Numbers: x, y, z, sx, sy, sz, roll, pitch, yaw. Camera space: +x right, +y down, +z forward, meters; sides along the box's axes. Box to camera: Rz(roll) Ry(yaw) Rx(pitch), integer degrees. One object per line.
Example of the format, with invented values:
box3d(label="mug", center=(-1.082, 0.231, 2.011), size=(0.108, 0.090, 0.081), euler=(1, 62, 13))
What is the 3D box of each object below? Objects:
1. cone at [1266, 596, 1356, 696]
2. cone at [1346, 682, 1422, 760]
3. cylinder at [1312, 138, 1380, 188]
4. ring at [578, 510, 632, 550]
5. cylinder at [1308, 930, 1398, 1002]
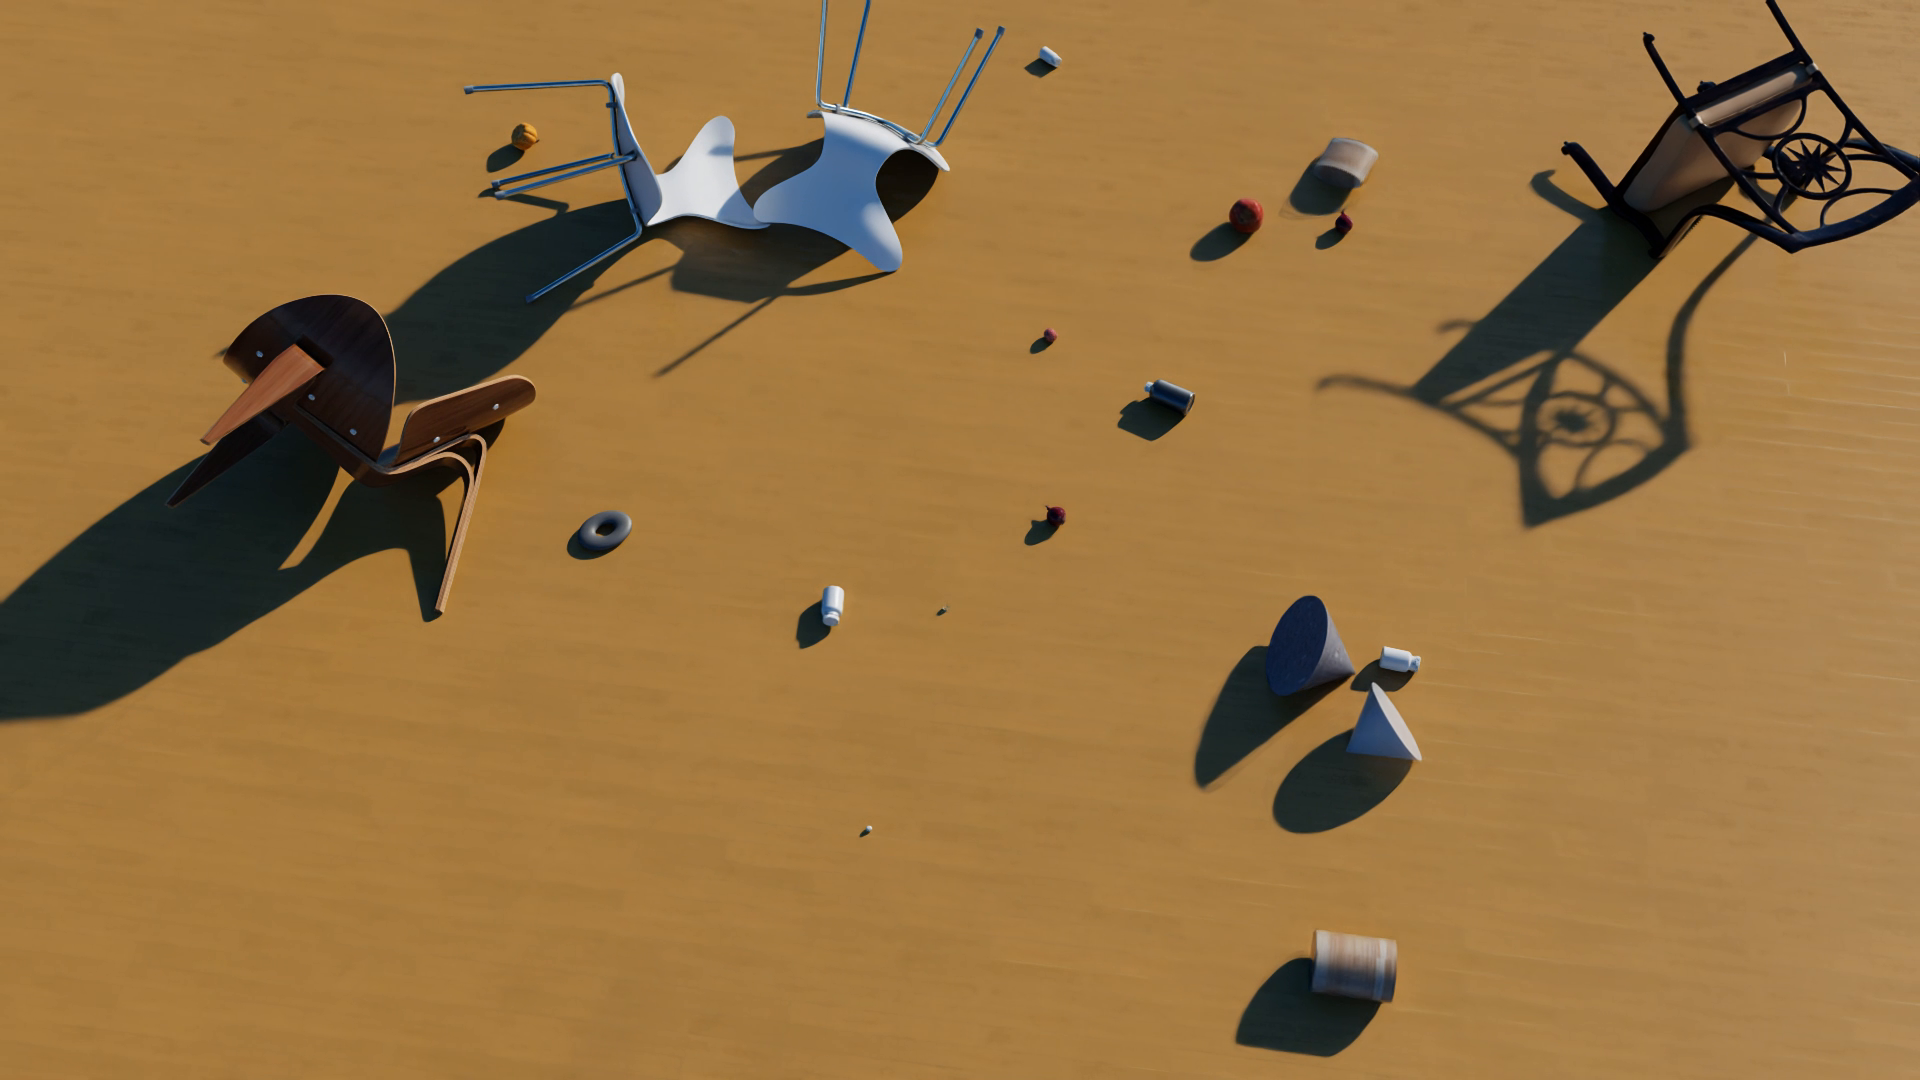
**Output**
box3d(label="cone", center=(1.045, 0.342, 6.275), size=(0.219, 0.273, 0.314), euler=(25, 51, -22))
box3d(label="cone", center=(1.149, 0.551, 6.149), size=(0.170, 0.208, 0.252), euler=(-34, 78, 17))
box3d(label="cylinder", center=(1.294, -1.263, 7.370), size=(0.176, 0.083, 0.151), euler=(20, 58, 22))
box3d(label="ring", center=(-1.062, -0.029, 6.576), size=(0.171, 0.029, 0.130), euler=(-27, 61, -18))
box3d(label="cylinder", center=(1.026, 1.113, 5.750), size=(0.211, 0.129, 0.168), euler=(7, 54, 5))
